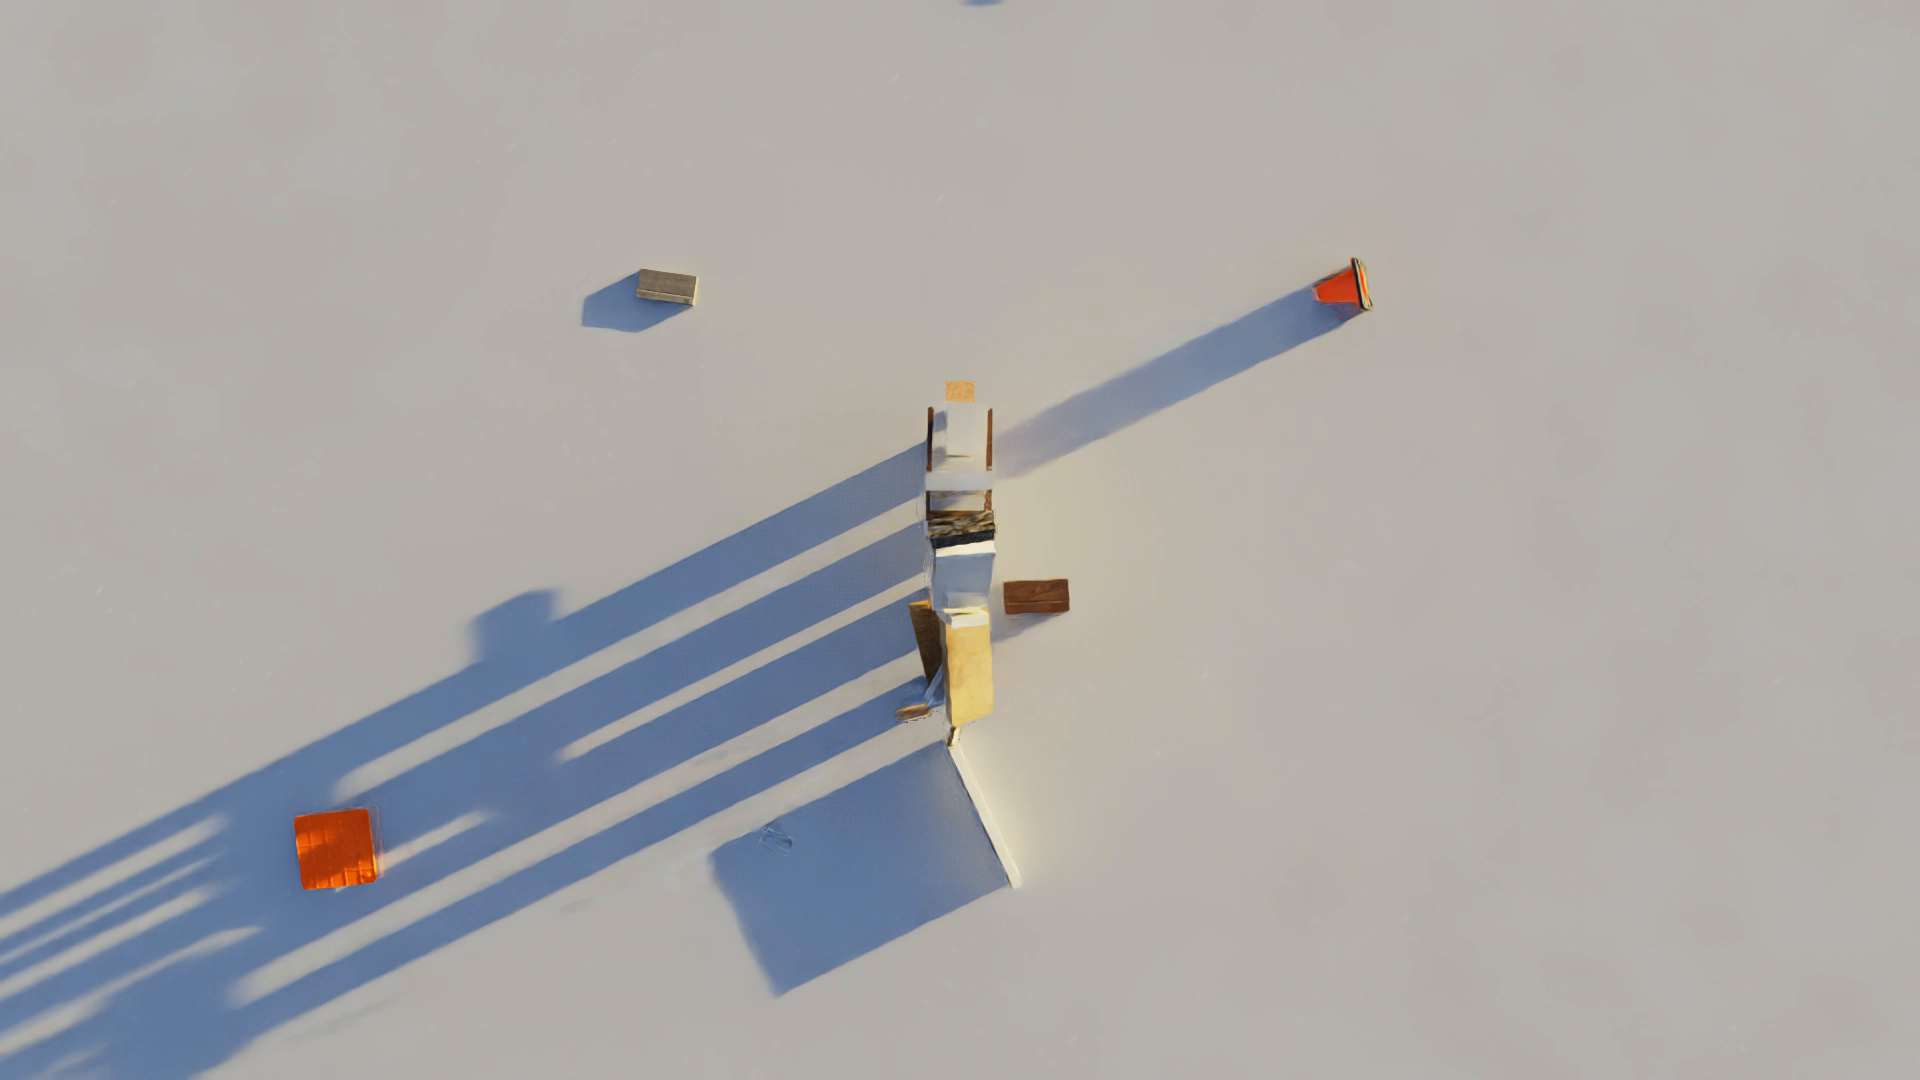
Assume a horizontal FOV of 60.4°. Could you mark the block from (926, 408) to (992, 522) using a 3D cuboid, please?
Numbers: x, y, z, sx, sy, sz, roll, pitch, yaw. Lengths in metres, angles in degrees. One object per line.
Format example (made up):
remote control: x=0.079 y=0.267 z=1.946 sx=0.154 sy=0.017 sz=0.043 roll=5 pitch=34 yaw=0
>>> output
block: x=-0.002 y=-0.184 z=4.527 sx=0.177 sy=0.050 sz=0.355 roll=1 pitch=90 yaw=0

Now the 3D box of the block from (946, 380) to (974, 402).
block: x=0.001 y=-0.416 z=5.297 sx=0.095 sy=0.027 sz=0.190 roll=-1 pitch=90 yaw=0

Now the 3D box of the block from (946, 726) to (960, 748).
block: x=-0.016 y=0.589 z=5.095 sx=0.014 sy=0.050 sz=0.101 roll=20 pitch=72 yaw=-15

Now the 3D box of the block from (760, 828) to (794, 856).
block: x=-0.609 y=1.003 z=5.486 sx=0.101 sy=0.014 sz=0.050 roll=26 pitch=106 yaw=0

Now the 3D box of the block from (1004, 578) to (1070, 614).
block: x=0.255 y=0.188 z=5.485 sx=0.213 sy=0.030 sz=0.107 roll=-3 pitch=90 yaw=0

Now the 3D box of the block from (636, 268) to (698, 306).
block: x=-0.974 y=-0.841 z=5.487 sx=0.190 sy=0.027 sz=0.095 roll=8 pitch=90 yaw=0

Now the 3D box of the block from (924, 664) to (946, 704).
block: x=-0.011 y=0.403 z=5.021 sx=0.115 sy=0.033 sz=0.230 roll=6 pitch=122 yaw=-36

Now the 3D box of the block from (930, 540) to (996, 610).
block: x=0.005 y=0.095 z=4.494 sx=0.157 sy=0.314 sz=0.044 roll=-4 pitch=61 yaw=-6

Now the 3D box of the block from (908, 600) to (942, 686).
block: x=-0.068 y=0.310 z=4.978 sx=0.115 sy=0.354 sz=0.033 roll=-12 pitch=45 yaw=0

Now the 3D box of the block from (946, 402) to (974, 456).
block: x=0.001 y=-0.272 z=4.045 sx=0.065 sy=0.018 sz=0.131 roll=1 pitch=90 yaw=0

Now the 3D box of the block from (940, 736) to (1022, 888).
block: x=0.069 y=0.895 z=5.445 sx=0.030 sy=0.107 sz=0.534 roll=-25 pitch=90 yaw=-9

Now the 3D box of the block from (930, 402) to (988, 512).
block: x=-0.003 y=-0.213 z=4.205 sx=0.138 sy=0.039 sz=0.275 roll=2 pitch=91 yaw=0

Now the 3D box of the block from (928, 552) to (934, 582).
block: x=-0.017 y=0.080 z=4.688 sx=0.145 sy=0.291 sz=0.041 roll=2 pitch=80 yaw=-1

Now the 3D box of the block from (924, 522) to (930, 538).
block: x=-0.018 y=-0.034 z=4.357 sx=0.145 sy=0.291 sz=0.041 roll=-6 pitch=90 yaw=1

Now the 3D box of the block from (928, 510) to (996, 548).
block: x=0.003 y=-0.023 z=4.051 sx=0.157 sy=0.314 sz=0.044 roll=-8 pitch=85 yaw=-1

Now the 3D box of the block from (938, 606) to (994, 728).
block: x=0.022 y=0.373 z=4.949 sx=0.145 sy=0.041 sz=0.394 roll=-19 pitch=125 yaw=-22

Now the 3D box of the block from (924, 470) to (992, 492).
block: x=-0.005 y=-0.146 z=4.020 sx=0.157 sy=0.332 sz=0.044 roll=-1 pitch=93 yaw=0

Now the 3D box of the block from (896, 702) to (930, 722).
block: x=-0.146 y=0.533 z=5.107 sx=0.101 sy=0.050 sz=0.014 roll=-12 pitch=112 yaw=-3

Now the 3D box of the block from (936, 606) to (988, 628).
block: x=0.005 y=0.211 z=4.705 sx=0.107 sy=0.213 sz=0.030 roll=-4 pitch=100 yaw=-12

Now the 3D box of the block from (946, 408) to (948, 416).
block: x=-0.002 y=-0.319 z=4.119 sx=0.065 sy=0.131 sz=0.018 roll=0 pitch=94 yaw=0
